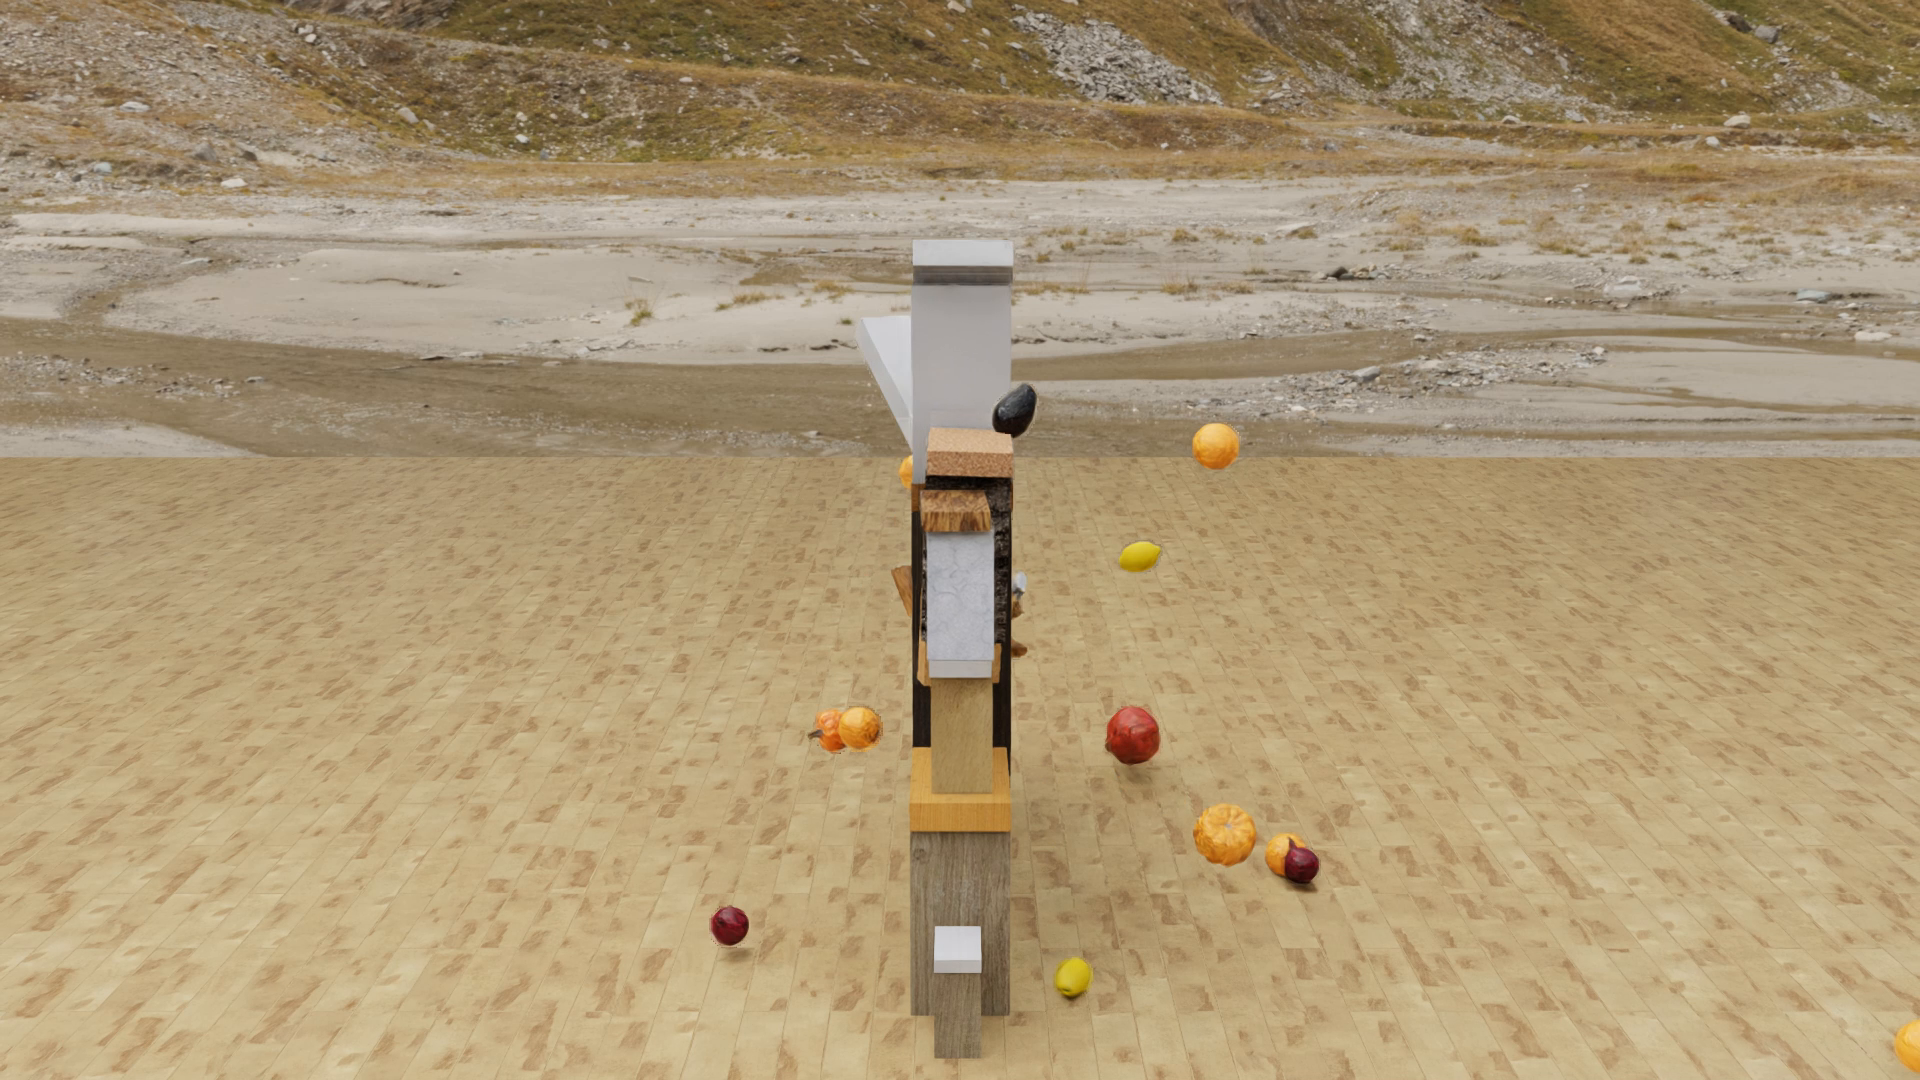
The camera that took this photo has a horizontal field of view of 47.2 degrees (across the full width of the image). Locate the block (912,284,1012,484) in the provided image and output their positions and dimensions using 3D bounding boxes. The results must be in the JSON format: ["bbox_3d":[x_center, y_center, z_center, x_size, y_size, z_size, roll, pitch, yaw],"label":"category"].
[{"bbox_3d":[0.003,-0.247,3.487,0.157,0.313,0.044,0,10,0],"label":"block"}]

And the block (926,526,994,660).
[{"bbox_3d":[0.001,0.074,3.064,0.093,0.186,0.026,0,13,0],"label":"block"}]

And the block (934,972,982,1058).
[{"bbox_3d":[-0.003,0.646,3.014,0.064,0.129,0.018,0,11,0],"label":"block"}]

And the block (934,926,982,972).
[{"bbox_3d":[-0.003,0.566,3.043,0.064,0.018,0.129,0,11,0],"label":"block"}]

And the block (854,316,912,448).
[{"bbox_3d":[-0.053,-0.266,3.815,0.157,0.044,0.313,-6,51,-28],"label":"block"}]

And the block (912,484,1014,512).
[{"bbox_3d":[0.004,-0.097,3.670,0.162,0.046,0.323,0,11,0],"label":"block"}]

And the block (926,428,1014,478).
[{"bbox_3d":[0.015,-0.134,3.338,0.126,0.036,0.252,2,11,0],"label":"block"}]

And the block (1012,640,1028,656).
[{"bbox_3d":[0.059,0.180,3.973,0.060,0.017,0.120,1,20,-44],"label":"block"}]

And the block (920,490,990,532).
[{"bbox_3d":[-0.008,-0.042,3.104,0.093,0.026,0.186,0,11,-2],"label":"block"}]

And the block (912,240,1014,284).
[{"bbox_3d":[0.002,-0.395,3.577,0.157,0.044,0.313,0,-19,-1],"label":"block"}]

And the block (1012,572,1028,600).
[{"bbox_3d":[0.085,0.120,4.094,0.017,0.120,0.060,30,27,-10],"label":"block"}]

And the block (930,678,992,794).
[{"bbox_3d":[0.003,0.272,3.119,0.087,0.174,0.025,0,11,0],"label":"block"}]

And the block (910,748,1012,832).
[{"bbox_3d":[0.000,0.362,3.221,0.143,0.040,0.285,0,11,0],"label":"block"}]

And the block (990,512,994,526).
[{"bbox_3d":[0.002,0.052,3.184,0.093,0.186,0.026,0,13,1],"label":"block"}]

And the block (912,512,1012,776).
[{"bbox_3d":[0.003,0.186,3.612,0.162,0.491,0.046,0,10,0],"label":"block"}]

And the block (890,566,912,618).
[{"bbox_3d":[-0.080,0.099,4.260,0.027,0.096,0.192,-23,-6,12],"label":"block"}]

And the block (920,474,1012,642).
[{"bbox_3d":[0.008,0.024,3.277,0.126,0.252,0.036,2,8,-2],"label":"block"}]

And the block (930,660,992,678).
[{"bbox_3d":[0.001,0.164,3.159,0.087,0.025,0.174,0,11,0],"label":"block"}]

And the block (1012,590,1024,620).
[{"bbox_3d":[0.047,0.101,4.078,0.096,0.027,0.424,-29,12,1],"label":"block"}]

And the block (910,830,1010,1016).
[{"bbox_3d":[0.000,0.540,3.157,0.143,0.285,0.040,0,10,0],"label":"block"}]

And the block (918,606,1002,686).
[{"bbox_3d":[0.007,0.047,3.474,0.126,0.368,0.036,-1,14,-17],"label":"block"}]
